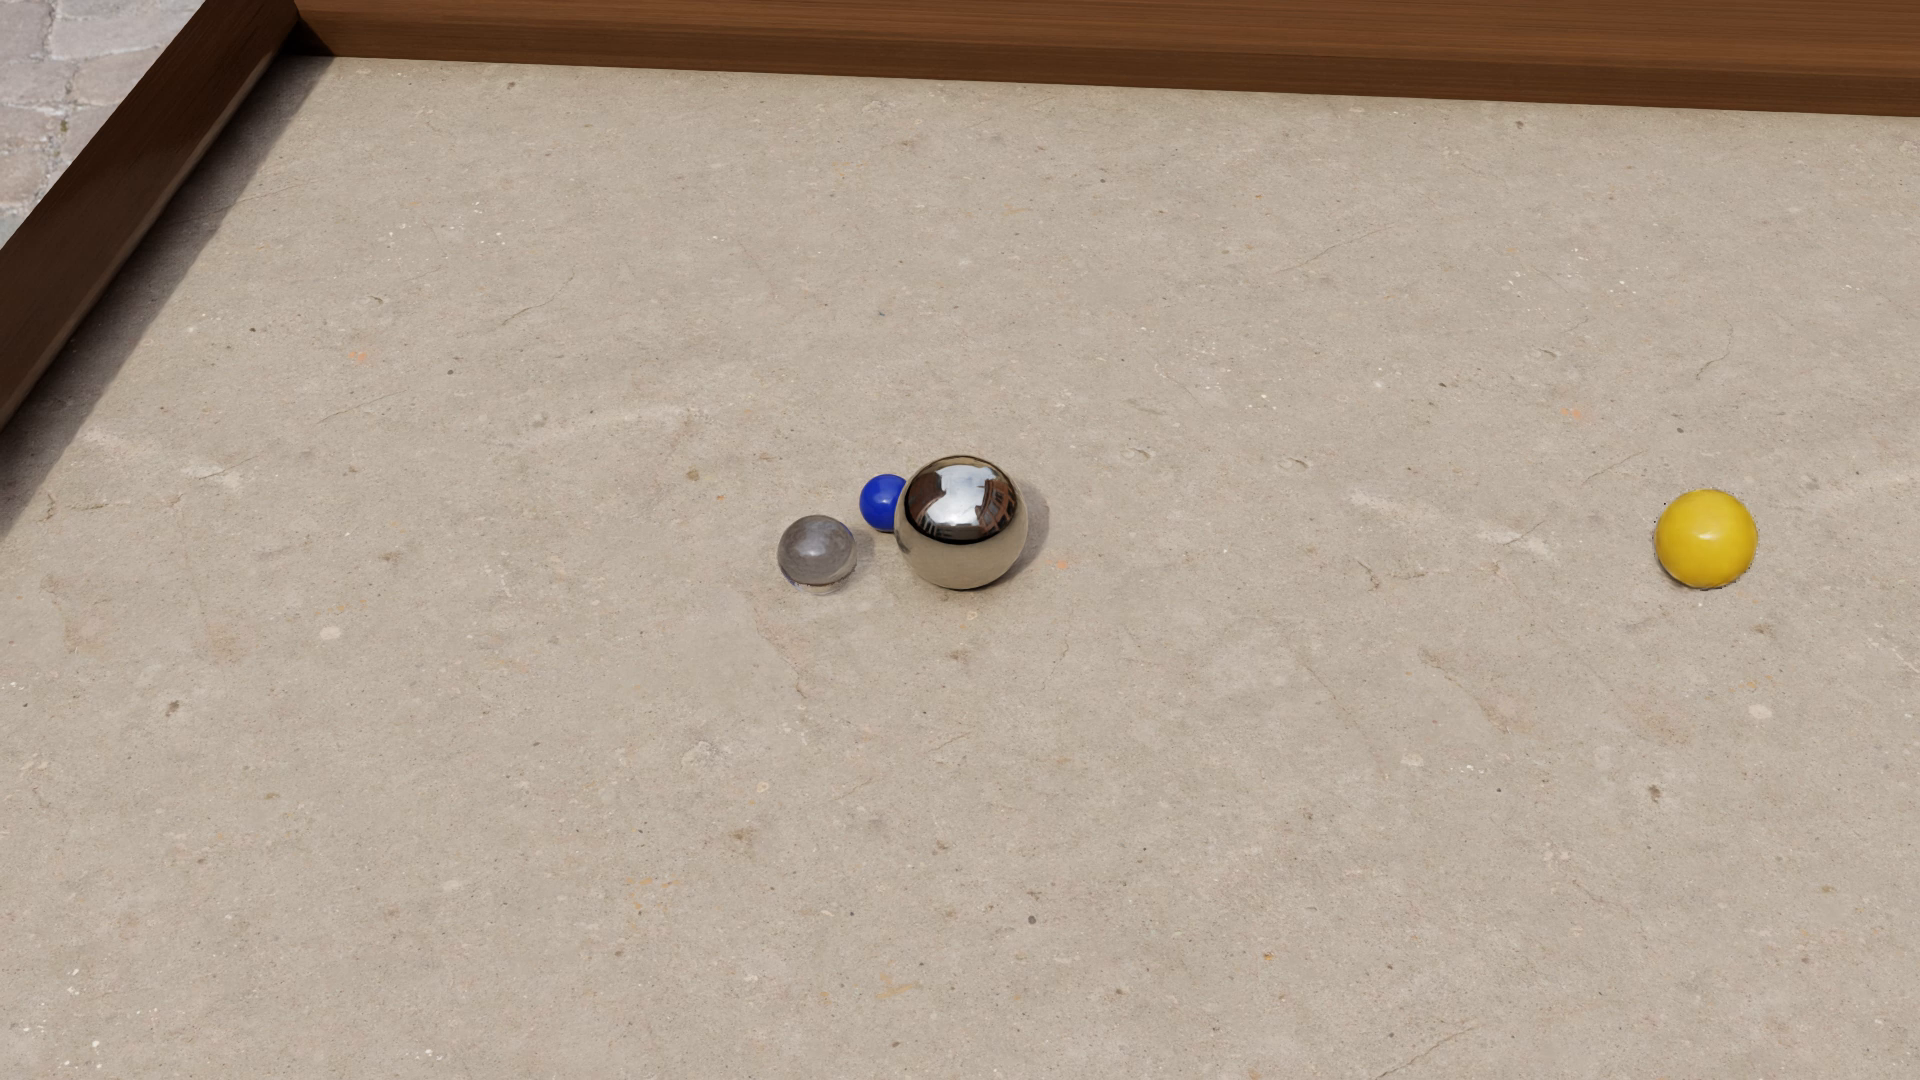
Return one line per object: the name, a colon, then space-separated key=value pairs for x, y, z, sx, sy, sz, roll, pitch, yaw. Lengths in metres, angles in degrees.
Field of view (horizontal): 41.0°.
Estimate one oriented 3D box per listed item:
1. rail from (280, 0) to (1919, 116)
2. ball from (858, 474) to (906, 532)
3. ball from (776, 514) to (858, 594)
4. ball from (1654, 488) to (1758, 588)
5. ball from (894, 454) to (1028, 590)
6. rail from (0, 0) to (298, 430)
rail: x=0.851 y=-0.460 z=2.467 sx=3.122 sy=0.127 sz=0.045 roll=3 pitch=35 yaw=4
ball: x=-0.054 y=-0.028 z=1.925 sx=0.044 sy=0.044 sz=0.044 roll=0 pitch=35 yaw=0
ball: x=-0.103 y=0.011 z=1.857 sx=0.058 sy=0.058 sz=0.058 roll=0 pitch=35 yaw=0
ball: x=0.541 y=-0.001 z=1.862 sx=0.072 sy=0.072 sz=0.072 roll=0 pitch=35 yaw=0
ball: x=0.001 y=-0.013 z=1.856 sx=0.098 sy=0.098 sz=0.098 roll=0 pitch=35 yaw=0
rail: x=-0.754 y=-0.064 z=1.902 sx=0.045 sy=0.127 sz=1.708 roll=3 pitch=35 yaw=4
